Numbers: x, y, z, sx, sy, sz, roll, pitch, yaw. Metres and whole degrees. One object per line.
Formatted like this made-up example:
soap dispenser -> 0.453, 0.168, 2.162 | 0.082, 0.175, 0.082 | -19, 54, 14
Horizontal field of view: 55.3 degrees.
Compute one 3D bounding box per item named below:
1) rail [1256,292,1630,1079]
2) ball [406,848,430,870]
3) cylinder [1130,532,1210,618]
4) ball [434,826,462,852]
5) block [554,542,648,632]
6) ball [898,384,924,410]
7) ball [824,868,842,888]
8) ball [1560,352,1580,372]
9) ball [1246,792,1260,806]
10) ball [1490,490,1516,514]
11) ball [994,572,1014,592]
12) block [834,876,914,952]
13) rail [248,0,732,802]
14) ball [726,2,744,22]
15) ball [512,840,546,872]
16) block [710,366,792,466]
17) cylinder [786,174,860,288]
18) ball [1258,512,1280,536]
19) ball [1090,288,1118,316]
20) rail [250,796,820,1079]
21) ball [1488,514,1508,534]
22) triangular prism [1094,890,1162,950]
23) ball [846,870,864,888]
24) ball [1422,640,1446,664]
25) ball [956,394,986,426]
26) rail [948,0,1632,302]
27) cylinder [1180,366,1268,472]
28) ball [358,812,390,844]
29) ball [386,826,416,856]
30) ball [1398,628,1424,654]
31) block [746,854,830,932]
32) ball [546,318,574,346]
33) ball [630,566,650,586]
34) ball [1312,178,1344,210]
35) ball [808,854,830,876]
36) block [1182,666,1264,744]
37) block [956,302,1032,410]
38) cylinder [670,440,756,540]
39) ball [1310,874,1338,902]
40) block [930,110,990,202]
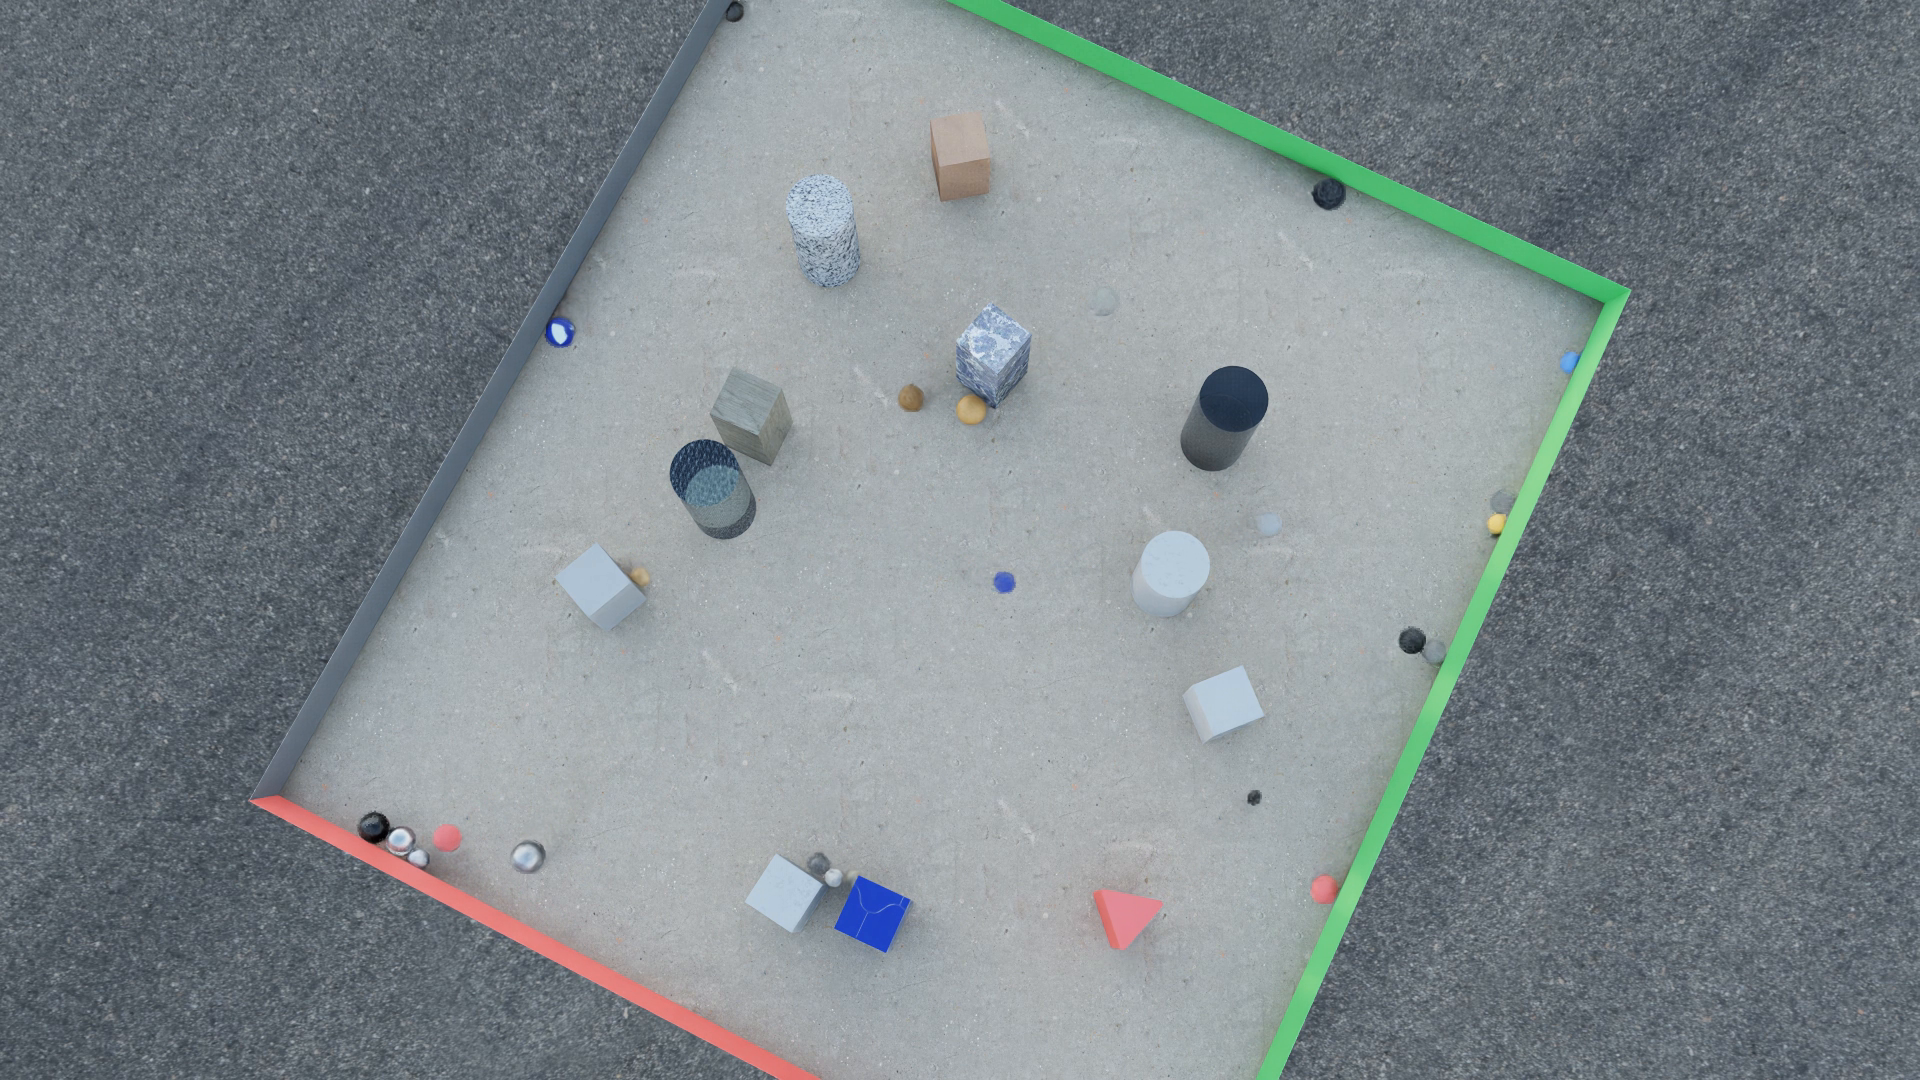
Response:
rail -> 1.322, 0.654, 5.415 | 0.045, 0.128, 3.248 | 26, 80, 5
ball -> -1.593, 0.939, 5.389 | 0.065, 0.065, 0.065 | 0, 78, 0
cylinder -> 0.618, 0.105, 5.419 | 0.196, 0.344, 0.196 | 0, 78, 0
ball -> -1.508, 0.881, 5.395 | 0.078, 0.078, 0.078 | 0, 78, 0
block -> -1.063, 0.144, 5.442 | 0.157, 0.284, 0.157 | -40, 81, -8
ball -> -0.151, -0.441, 5.667 | 0.080, 0.080, 0.080 | 0, 78, 0
ball -> -0.371, 0.992, 5.384 | 0.054, 0.054, 0.054 | 0, 78, 0
ball -> 1.899, -0.554, 5.700 | 0.062, 0.062, 0.062 | 0, 78, 0
ball -> 0.871, 0.766, 5.437 | 0.041, 0.041, 0.041 | 0, 78, 0
ball -> 1.661, -0.115, 5.603 | 0.074, 0.074, 0.074 | 0, 78, 0
ball -> 0.132, 0.125, 5.559 | 0.062, 0.062, 0.062 | 0, 78, 0
block -> -0.240, 1.062, 5.201 | 0.157, 0.383, 0.157 | 24, 79, 5
rail -> -1.322, -0.641, 5.683 | 0.045, 0.128, 3.248 | 26, 80, 5
ball -> -0.729, -1.712, 5.940 | 0.061, 0.061, 0.061 | 0, 78, 0
ball -> -1.265, 0.927, 5.376 | 0.096, 0.096, 0.096 | 0, 78, 0
block -> -0.622, -0.367, 5.502 | 0.157, 0.373, 0.157 | 24, 79, 5
cylinder -> -0.413, -0.937, 5.588 | 0.196, 0.435, 0.196 | 0, 78, 0
ball -> 0.942, -0.048, 5.592 | 0.069, 0.069, 0.069 | 0, 78, 0
ball -> 0.448, -0.743, 5.725 | 0.088, 0.088, 0.088 | 0, 78, 0
rail -> -0.716, 1.408, 5.259 | 3.004, 0.128, 0.045 | 26, 80, 5
ball -> 1.641, -0.048, 5.595 | 0.061, 0.061, 0.061 | 0, 78, 0
triangular prism -> 0.449, 1.051, 5.225 | 0.147, 0.341, 0.170 | 41, 81, 8
ball -> -0.310, 0.997, 5.383 | 0.054, 0.054, 0.054 | 0, 78, 0
ball -> 1.426, 0.338, 5.510 | 0.072, 0.072, 0.072 | 0, 78, 0
ball -> 0.036, -0.401, 5.652 | 0.094, 0.094, 0.094 | 0, 78, 0
rail -> 0.716, -1.395, 5.839 | 3.004, 0.128, 0.045 | 26, 80, 5
cylinder -> 0.781, -0.355, 5.451 | 0.196, 0.468, 0.196 | 0, 78, 0
ball -> -1.724, 0.848, 5.395 | 0.090, 0.090, 0.090 | 0, 78, 0
ball -> -1.644, 0.883, 5.390 | 0.086, 0.086, 0.086 | 0, 78, 0
ball -> 1.358, 0.305, 5.515 | 0.076, 0.076, 0.076 | 0, 78, 0
block -> -0.492, 1.015, 5.256 | 0.157, 0.294, 0.157 | 32, 80, 6
ball -> -1.244, -0.649, 5.705 | 0.089, 0.089, 0.089 | 0, 78, 0
ball -> -0.973, 0.109, 5.565 | 0.057, 0.057, 0.057 | 0, 78, 0
ball -> 1.164, -1.096, 5.793 | 0.098, 0.098, 0.098 | 0, 78, 0
ball -> -0.414, 0.953, 5.387 | 0.064, 0.064, 0.064 | 0, 78, 0
block -> 0.771, 0.486, 5.388 | 0.157, 0.251, 0.157 | -21, 79, -4
block -> 0.099, -0.552, 5.535 | 0.157, 0.383, 0.157 | 39, 81, 7
cylinder -> -0.724, -0.144, 5.412 | 0.196, 0.460, 0.196 | 0, 78, 0
ball -> 1.068, 1.020, 5.365 | 0.080, 0.080, 0.080 | 0, 78, 0
block -> 0.000, -1.196, 5.721 | 0.157, 0.279, 0.157 | -11, 79, -2
